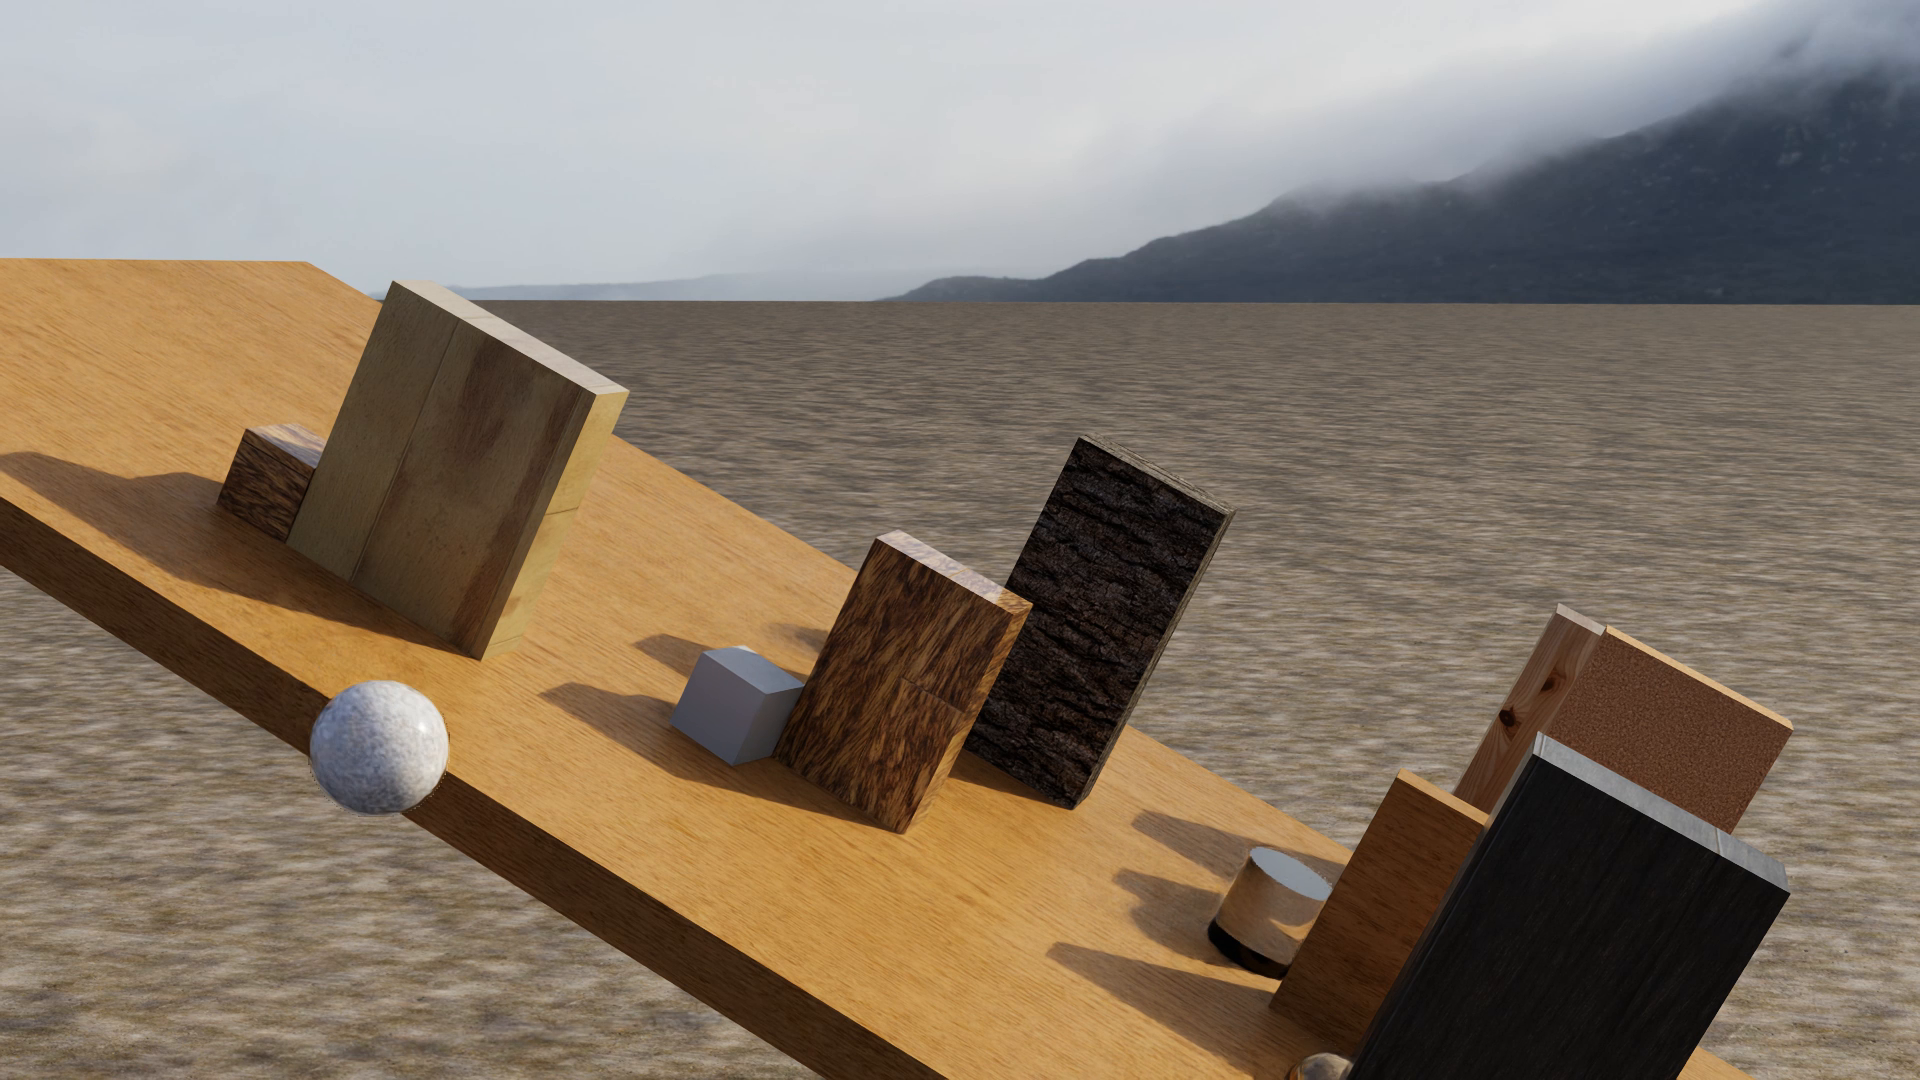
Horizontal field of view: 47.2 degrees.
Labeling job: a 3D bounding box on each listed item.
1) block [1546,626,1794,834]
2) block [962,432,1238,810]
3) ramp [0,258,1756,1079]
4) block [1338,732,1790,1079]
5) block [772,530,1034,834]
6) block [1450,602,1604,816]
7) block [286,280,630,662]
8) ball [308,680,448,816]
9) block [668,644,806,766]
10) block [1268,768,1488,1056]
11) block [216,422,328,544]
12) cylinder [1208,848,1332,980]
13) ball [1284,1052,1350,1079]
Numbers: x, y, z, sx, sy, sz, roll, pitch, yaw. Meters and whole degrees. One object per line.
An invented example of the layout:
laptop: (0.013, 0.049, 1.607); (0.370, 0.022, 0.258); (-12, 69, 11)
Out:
block: (1.264, 0.598, 4.339); (0.387, 0.766, 0.093); (29, 14, 12)
block: (0.245, 0.159, 4.340); (0.320, 0.663, 0.139); (29, 14, 12)
ramp: (-0.242, 0.407, 4.158); (4.000, 0.100, 2.000); (29, 14, 12)
block: (0.737, 0.699, 2.948); (0.354, 0.800, 0.146); (29, 14, 12)
block: (-0.103, 0.247, 3.854); (0.276, 0.443, 0.125); (29, 14, 12)
block: (1.264, 0.539, 4.674); (0.368, 0.710, 0.143); (29, 14, 12)
block: (-0.855, -0.121, 3.730); (0.414, 0.503, 0.123); (29, 14, 12)
ball: (-0.835, 0.299, 3.165); (0.195, 0.195, 0.195); (0, 7, 0)
block: (-0.386, 0.286, 3.832); (0.143, 0.143, 0.143); (31, 15, 20)
block: (0.836, 0.707, 3.780); (0.432, 0.475, 0.080); (29, 14, 12)
block: (-1.169, -0.100, 3.838); (0.148, 0.148, 0.148); (29, 14, 12)
cylinder: (0.569, 0.683, 4.026); (0.172, 0.172, 0.172); (25, 14, -6)
ball: (0.537, 0.817, 3.192); (0.145, 0.145, 0.145); (0, 7, 0)
